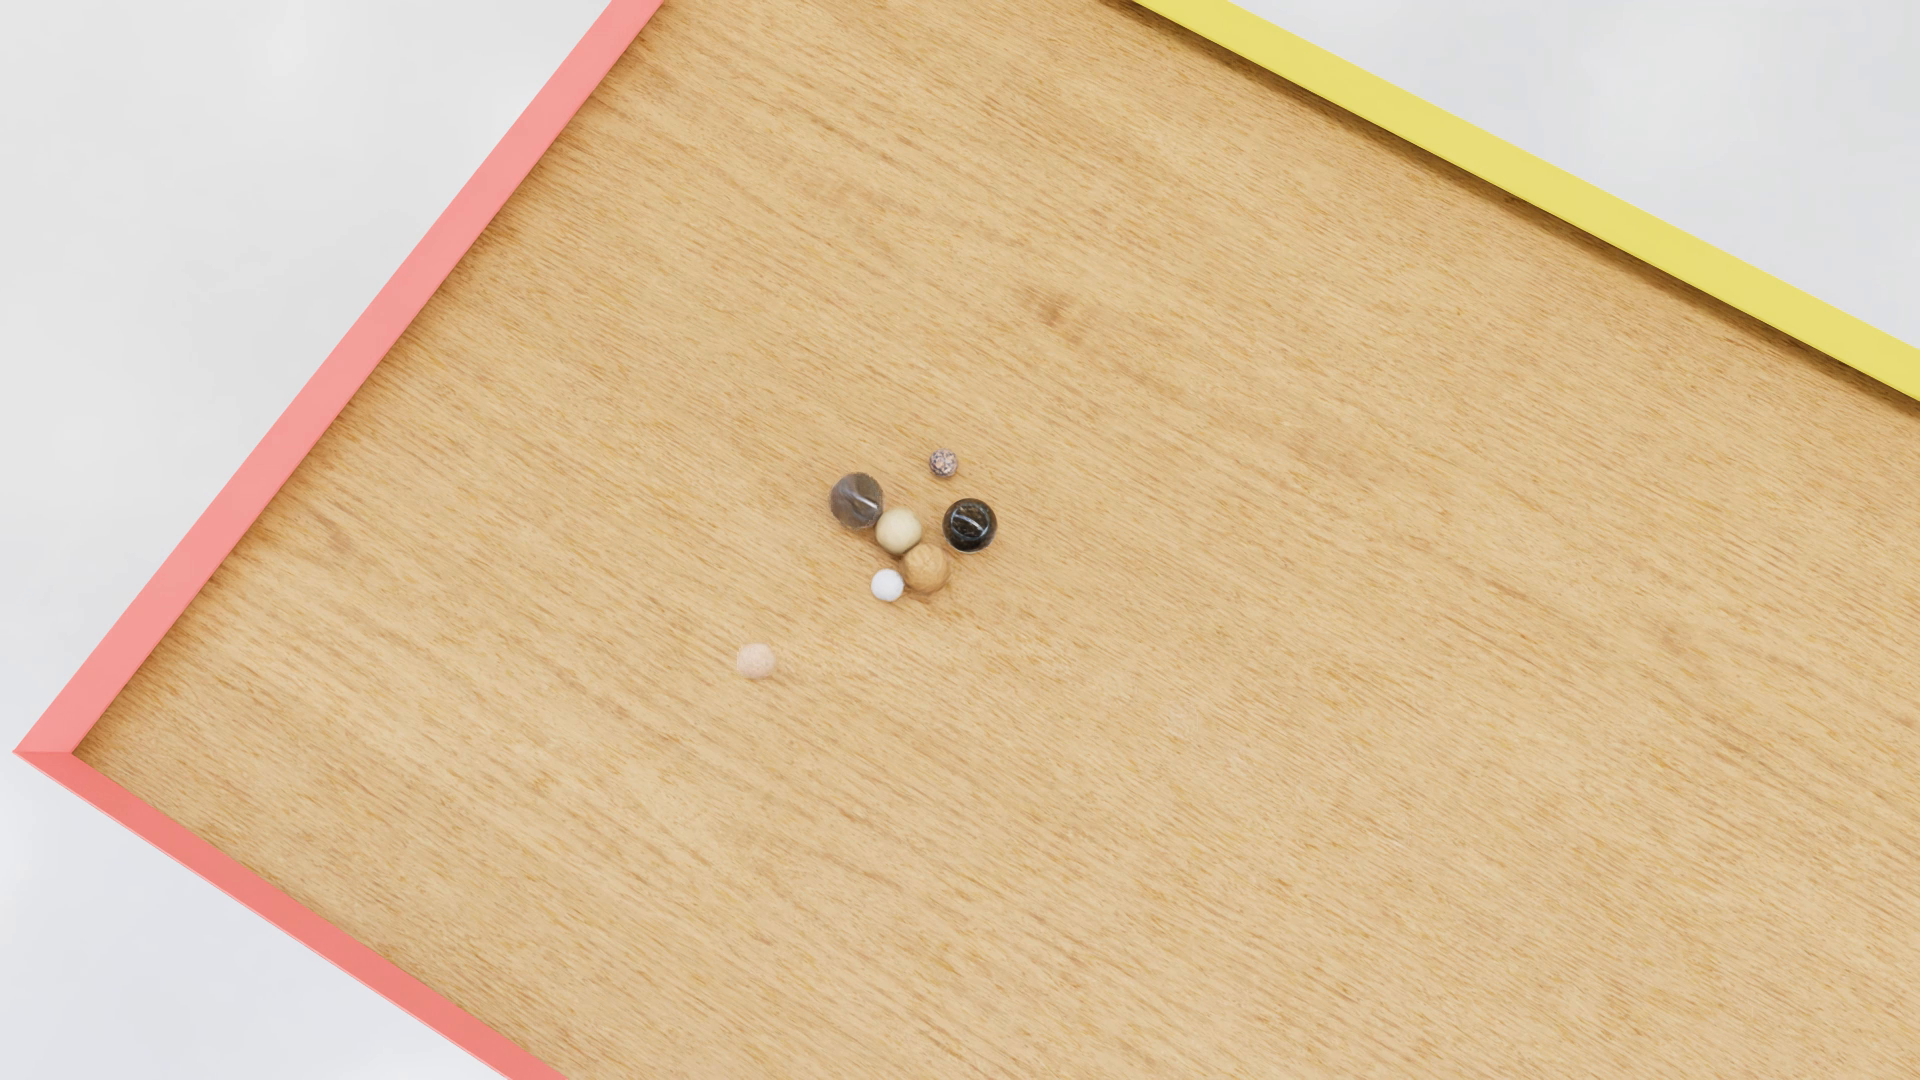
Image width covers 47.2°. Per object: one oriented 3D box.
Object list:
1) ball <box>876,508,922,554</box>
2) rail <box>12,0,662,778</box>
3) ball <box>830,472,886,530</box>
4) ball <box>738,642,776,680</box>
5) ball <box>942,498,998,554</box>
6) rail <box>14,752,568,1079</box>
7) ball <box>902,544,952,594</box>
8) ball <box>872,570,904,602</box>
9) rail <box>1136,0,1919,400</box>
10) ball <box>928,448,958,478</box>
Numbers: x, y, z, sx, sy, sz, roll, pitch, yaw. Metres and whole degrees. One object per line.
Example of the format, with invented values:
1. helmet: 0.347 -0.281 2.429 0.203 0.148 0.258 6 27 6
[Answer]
1. ball: -0.096 -0.014 3.473 0.075 0.075 0.075 0 69 0
2. rail: -0.836 -0.487 3.633 0.045 0.117 2.102 30 72 11
3. ball: -0.162 -0.062 3.483 0.090 0.090 0.090 0 69 0
4. ball: -0.313 0.187 3.403 0.059 0.059 0.059 0 69 0
5. ball: 0.016 -0.023 3.469 0.089 0.089 0.089 0 69 0
6. rail: 0.318 1.298 2.939 4.018 0.117 0.045 30 72 11
7. ball: -0.053 0.044 3.448 0.079 0.079 0.079 0 69 0
8. ball: -0.113 0.071 3.453 0.051 0.051 0.051 0 69 0
9. rail: 1.394 -0.334 3.574 4.018 0.117 0.045 30 72 11
10. ball: -0.027 -0.124 3.530 0.048 0.048 0.048 0 69 0
